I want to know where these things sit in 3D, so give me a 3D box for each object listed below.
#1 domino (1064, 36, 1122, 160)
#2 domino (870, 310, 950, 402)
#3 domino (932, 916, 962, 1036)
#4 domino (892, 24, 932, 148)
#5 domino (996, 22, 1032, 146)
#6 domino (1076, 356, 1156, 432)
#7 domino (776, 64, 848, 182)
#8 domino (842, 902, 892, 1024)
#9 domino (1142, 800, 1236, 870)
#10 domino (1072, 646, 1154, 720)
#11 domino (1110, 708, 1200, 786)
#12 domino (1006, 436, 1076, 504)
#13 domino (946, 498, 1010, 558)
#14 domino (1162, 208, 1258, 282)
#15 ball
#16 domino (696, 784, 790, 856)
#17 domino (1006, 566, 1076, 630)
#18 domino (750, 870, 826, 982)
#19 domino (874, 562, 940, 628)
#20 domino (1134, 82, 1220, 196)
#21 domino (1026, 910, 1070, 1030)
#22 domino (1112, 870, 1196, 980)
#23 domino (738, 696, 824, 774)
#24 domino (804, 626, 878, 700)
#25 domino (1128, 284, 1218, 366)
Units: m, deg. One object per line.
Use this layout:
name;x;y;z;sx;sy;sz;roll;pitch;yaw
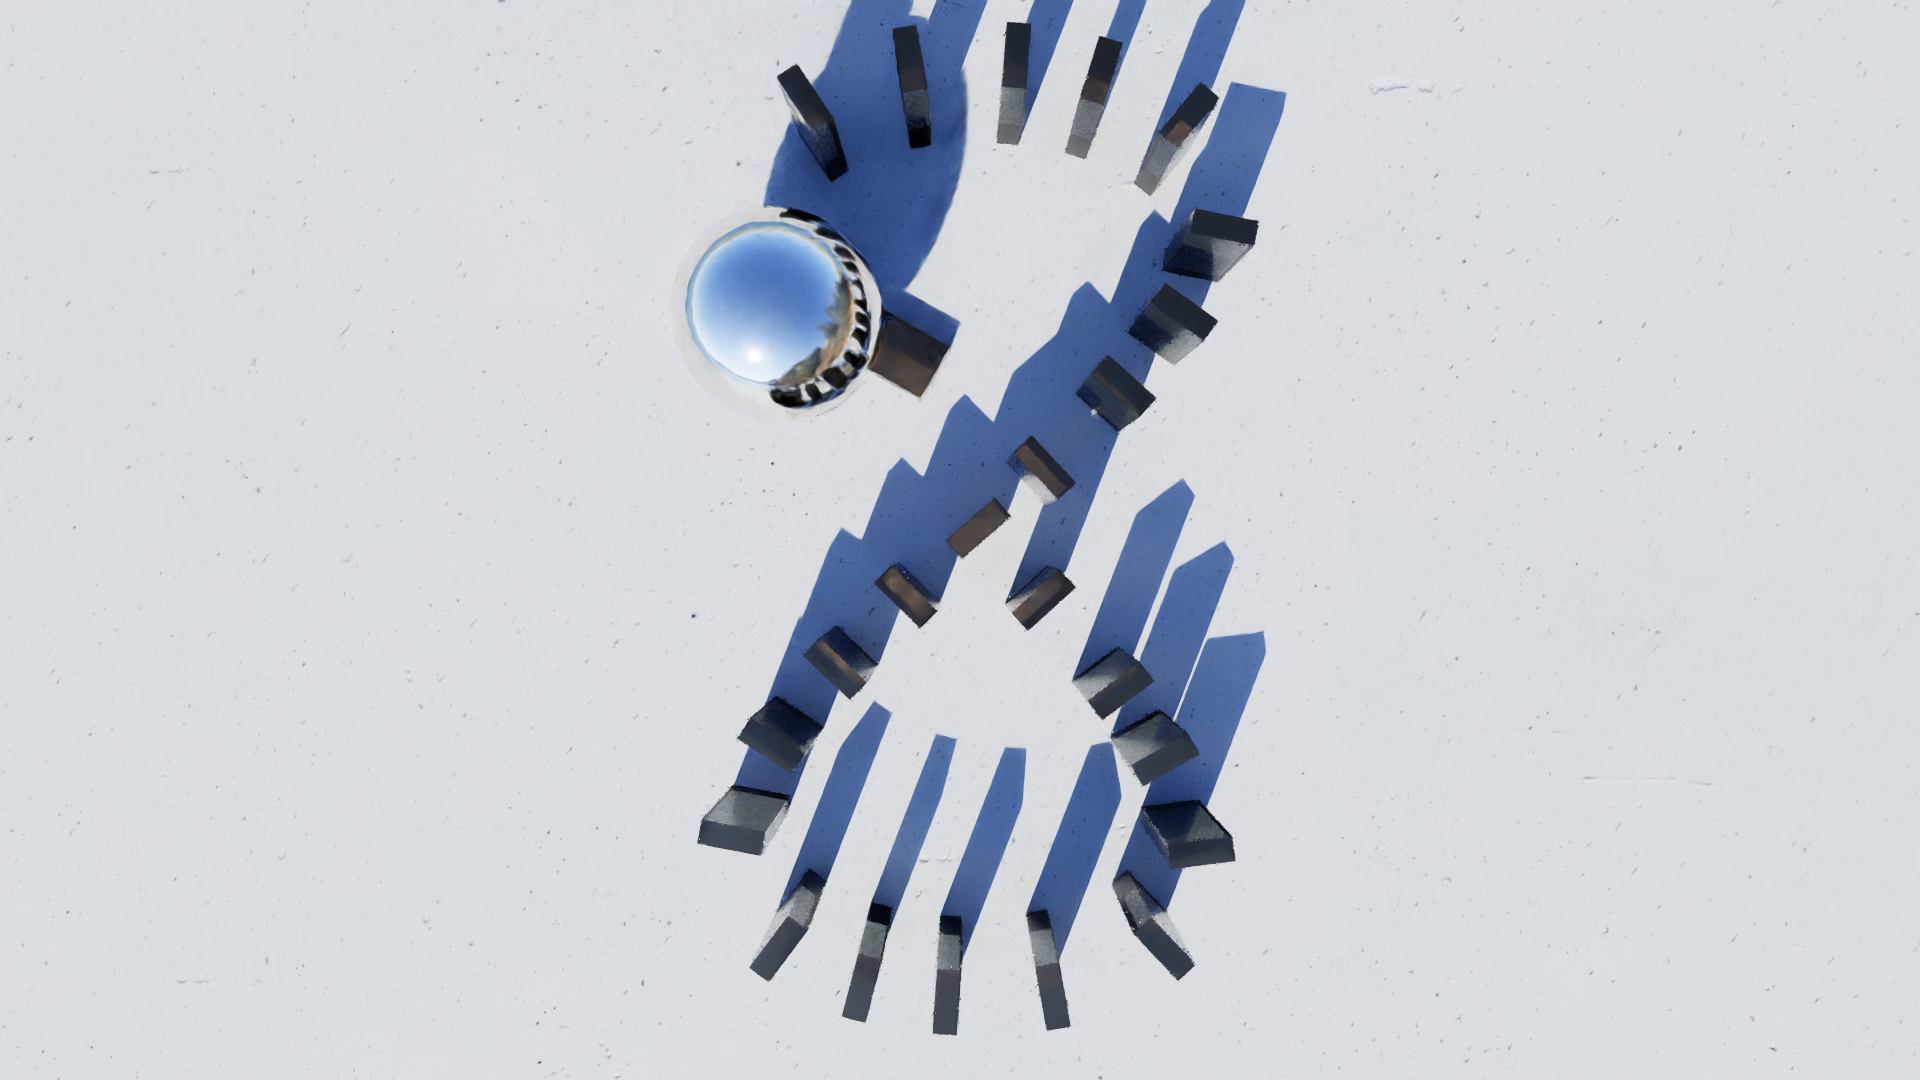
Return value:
domino;0.054;-0.179;0.375;0.010;0.050;0.025;17;90;0
domino;-0.032;-0.084;0.395;0.050;0.010;0.025;30;91;0
domino;-0.005;0.177;0.375;0.010;0.050;0.025;4;90;0
domino;-0.019;-0.184;0.375;0.009;0.050;0.025;-10;90;0
domino;0.022;-0.185;0.375;0.009;0.050;0.025;4;90;0
domino;0.063;-0.059;0.375;0.025;0.050;0.010;42;90;0
domino;-0.059;-0.169;0.375;0.009;0.050;0.025;-34;90;0
domino;-0.037;0.171;0.375;0.010;0.050;0.025;15;90;0
domino;0.092;0.120;0.375;0.025;0.050;0.009;-7;90;0
domino;0.061;0.058;0.375;0.025;0.050;0.009;-37;90;0
domino;0.078;0.084;0.375;0.025;0.050;0.009;-30;90;0
domino;0.032;-0.028;0.375;0.009;0.050;0.025;-43;90;0
domino;0.007;-0.004;0.375;0.025;0.050;0.010;-41;90;0
domino;0.101;-0.120;0.375;0.025;0.050;0.010;11;90;0
ball;-0.069;-0.086;0.352;0.080;0.080;0.080;0;90;0
domino;-0.087;0.114;0.375;0.025;0.050;0.009;11;90;0
domino;0.032;0.023;0.375;0.025;0.050;0.009;-42;90;0
domino;-0.069;0.156;0.375;0.010;0.050;0.025;37;90;0
domino;-0.021;0.022;0.375;0.025;0.050;0.010;45;90;0
domino;0.088;-0.162;0.375;0.009;0.050;0.025;40;90;0
domino;0.036;0.174;0.375;0.010;0.050;0.025;-10;90;0
domino;0.078;0.156;0.375;0.010;0.050;0.025;-43;90;0
domino;-0.072;0.079;0.375;0.025;0.050;0.009;33;90;0
domino;-0.048;0.049;0.375;0.025;0.050;0.010;43;90;0
domino;0.086;-0.087;0.375;0.025;0.050;0.010;36;90;0
